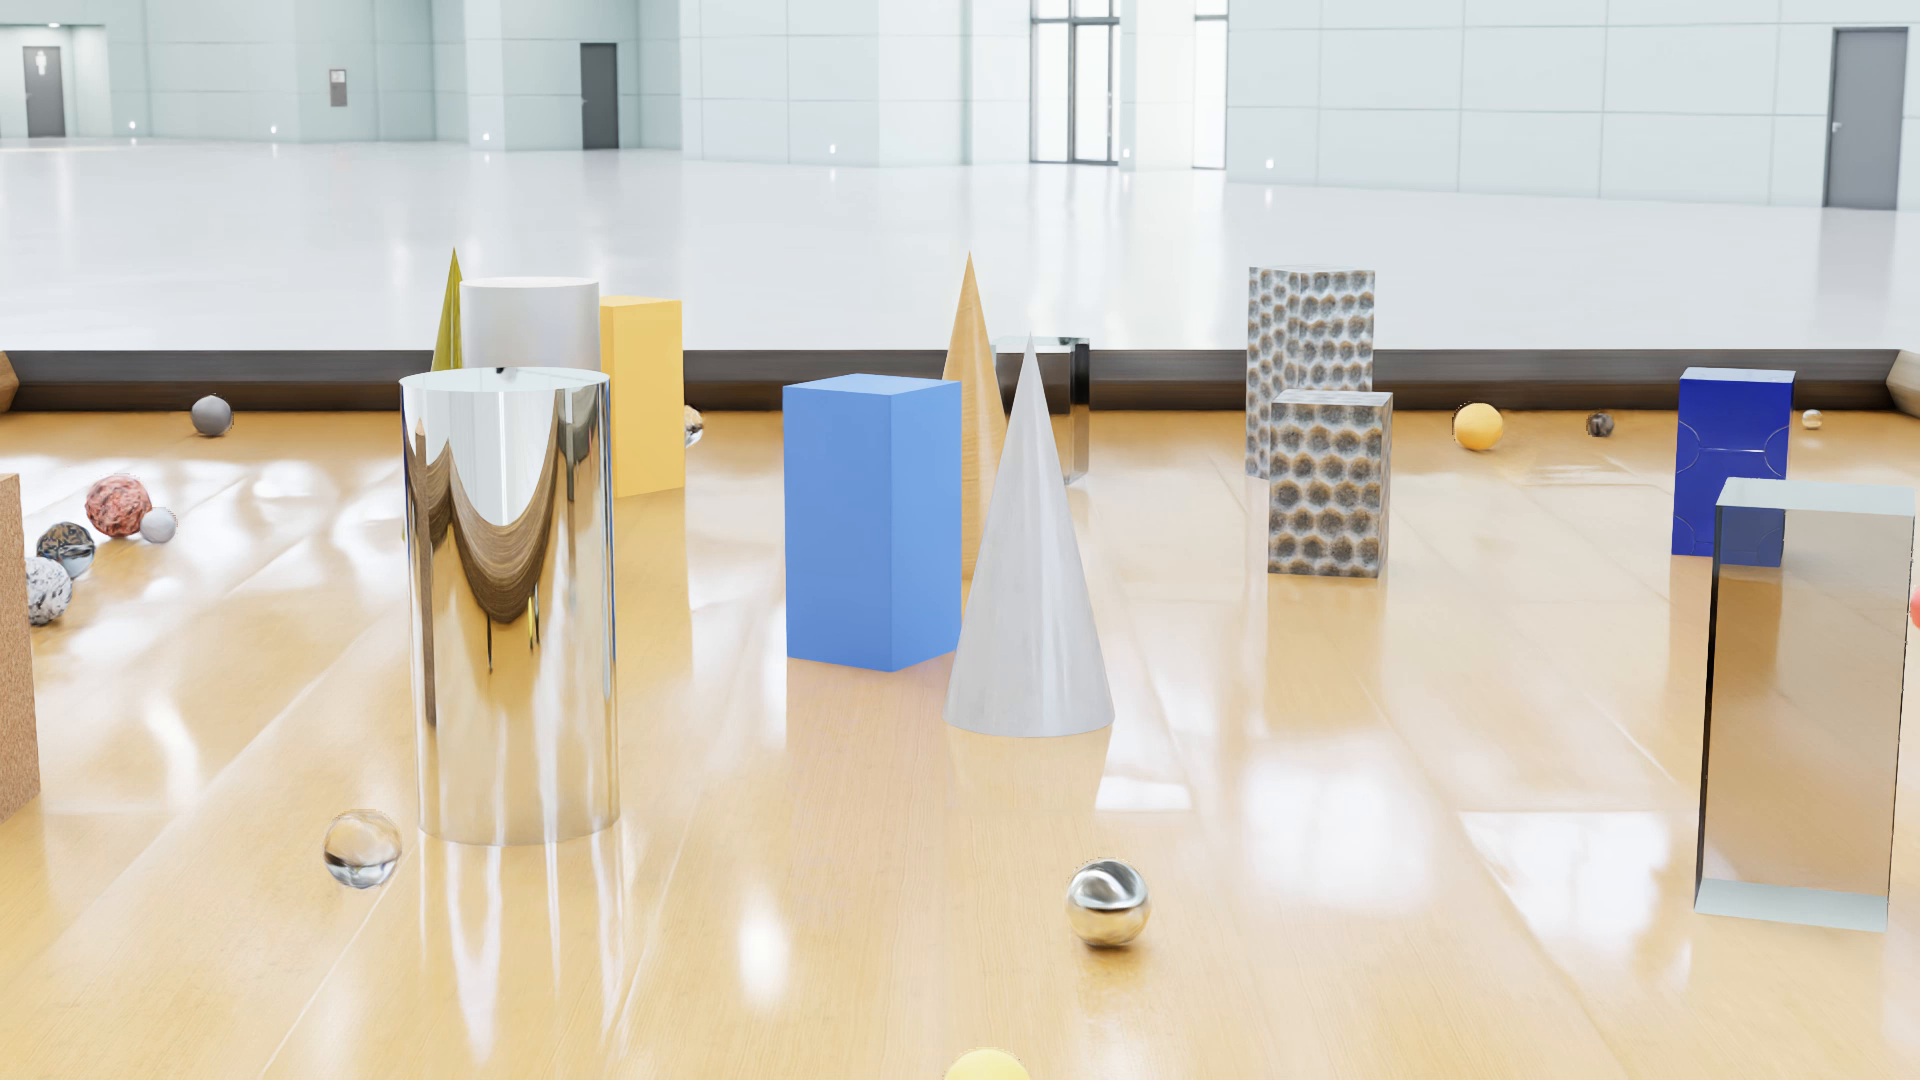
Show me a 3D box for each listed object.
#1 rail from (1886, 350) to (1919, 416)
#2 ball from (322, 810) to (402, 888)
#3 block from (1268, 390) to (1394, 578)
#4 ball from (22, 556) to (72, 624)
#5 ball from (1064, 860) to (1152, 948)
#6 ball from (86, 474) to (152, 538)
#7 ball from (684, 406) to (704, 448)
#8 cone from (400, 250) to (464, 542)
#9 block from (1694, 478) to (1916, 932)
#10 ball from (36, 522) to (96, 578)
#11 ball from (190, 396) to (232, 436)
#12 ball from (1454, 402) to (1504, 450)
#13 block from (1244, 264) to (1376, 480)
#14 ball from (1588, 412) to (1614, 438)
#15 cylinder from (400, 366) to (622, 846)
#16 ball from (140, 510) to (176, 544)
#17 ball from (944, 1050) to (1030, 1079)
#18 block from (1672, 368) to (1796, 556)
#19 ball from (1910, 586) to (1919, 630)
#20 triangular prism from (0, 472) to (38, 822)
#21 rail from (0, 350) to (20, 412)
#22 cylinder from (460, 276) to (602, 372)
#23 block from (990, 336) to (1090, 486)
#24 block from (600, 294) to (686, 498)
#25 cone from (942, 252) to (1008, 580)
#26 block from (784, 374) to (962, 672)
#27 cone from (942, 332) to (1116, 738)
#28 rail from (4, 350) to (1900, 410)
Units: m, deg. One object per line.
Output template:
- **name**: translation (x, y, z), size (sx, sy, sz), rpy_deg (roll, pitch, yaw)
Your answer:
- **rail**: translation (1.998, 0.031, 3.460), size (0.045, 0.129, 4.120), rpy_deg (0, 10, 0)
- **ball**: translation (-0.535, 0.277, 2.298), size (0.069, 0.069, 0.069), rpy_deg (0, 10, 0)
- **block**: translation (0.543, -0.085, 3.760), size (0.158, 0.250, 0.158), rpy_deg (3, 11, 14)
- **ball**: translation (-1.217, 0.067, 3.379), size (0.090, 0.090, 0.090), rpy_deg (0, 10, 0)
- **ball**: translation (0.124, 0.304, 2.144), size (0.073, 0.073, 0.073), rpy_deg (0, 10, 0)
- **ball**: translation (-1.312, -0.053, 3.999), size (0.099, 0.099, 0.099), rpy_deg (0, 10, 0)
- **ball**: translation (-0.536, -0.219, 4.944), size (0.083, 0.083, 0.083), rpy_deg (0, 10, 0)
- **cone**: translation (-0.779, -0.231, 3.991), size (0.198, 0.453, 0.198), rpy_deg (0, 10, 0)
- **block**: translation (0.740, 0.139, 2.248), size (0.158, 0.360, 0.158), rpy_deg (4, 11, 20)
- **ball**: translation (-1.284, 0.014, 3.685), size (0.082, 0.082, 0.082), rpy_deg (0, 10, 0)
- **ball**: translation (-1.487, -0.246, 5.099), size (0.080, 0.080, 0.080), rpy_deg (0, 10, 0)
- **ball**: translation (0.991, -0.216, 4.903), size (0.092, 0.092, 0.092), rpy_deg (0, 10, 0)
- **block**: translation (0.620, -0.296, 4.557), size (0.158, 0.374, 0.158), rpy_deg (-5, 12, -27)
- **ball**: translation (1.270, -0.227, 5.080), size (0.049, 0.049, 0.049), rpy_deg (0, 10, 0)
- **cylinder**: translation (-0.433, 0.059, 2.481), size (0.198, 0.432, 0.198), rpy_deg (0, 10, 0)
- **ball**: translation (-1.234, -0.021, 3.950), size (0.054, 0.054, 0.054), rpy_deg (0, 10, 0)
- **ball**: translation (0.019, 0.381, 1.755), size (0.064, 0.064, 0.064), rpy_deg (0, 10, 0)
- **block**: translation (1.174, -0.118, 3.892), size (0.158, 0.267, 0.158), rpy_deg (4, 11, 19)
- **ball**: translation (1.261, 0.087, 3.289), size (0.082, 0.082, 0.082), rpy_deg (0, 10, 0)
- **triangular prism**: translation (-0.973, 0.106, 2.515), size (0.172, 0.328, 0.149), rpy_deg (6, 12, 28)
- **rail**: translation (-1.998, 0.035, 3.437), size (0.045, 0.129, 4.120), rpy_deg (0, 10, 0)
- **cylinder**: translation (-0.618, -0.164, 3.719), size (0.198, 0.420, 0.198), rpy_deg (0, 10, 0)
- **block**: translation (0.136, -0.234, 4.580), size (0.158, 0.244, 0.158), rpy_deg (3, 11, 15)
- **block**: translation (-0.593, -0.253, 4.456), size (0.158, 0.326, 0.158), rpy_deg (9, 14, 40)
- **cone**: translation (0.014, -0.189, 3.731), size (0.198, 0.466, 0.198), rpy_deg (0, 10, 0)
- **block**: translation (-0.107, -0.026, 3.193), size (0.158, 0.339, 0.158), rpy_deg (7, 12, 32)
- **cone**: translation (0.078, -0.016, 2.873), size (0.198, 0.438, 0.198), rpy_deg (0, 10, 0)
- **rail**: translation (-0.012, -0.338, 5.451), size (4.043, 0.129, 0.045), rpy_deg (0, 10, 0)
